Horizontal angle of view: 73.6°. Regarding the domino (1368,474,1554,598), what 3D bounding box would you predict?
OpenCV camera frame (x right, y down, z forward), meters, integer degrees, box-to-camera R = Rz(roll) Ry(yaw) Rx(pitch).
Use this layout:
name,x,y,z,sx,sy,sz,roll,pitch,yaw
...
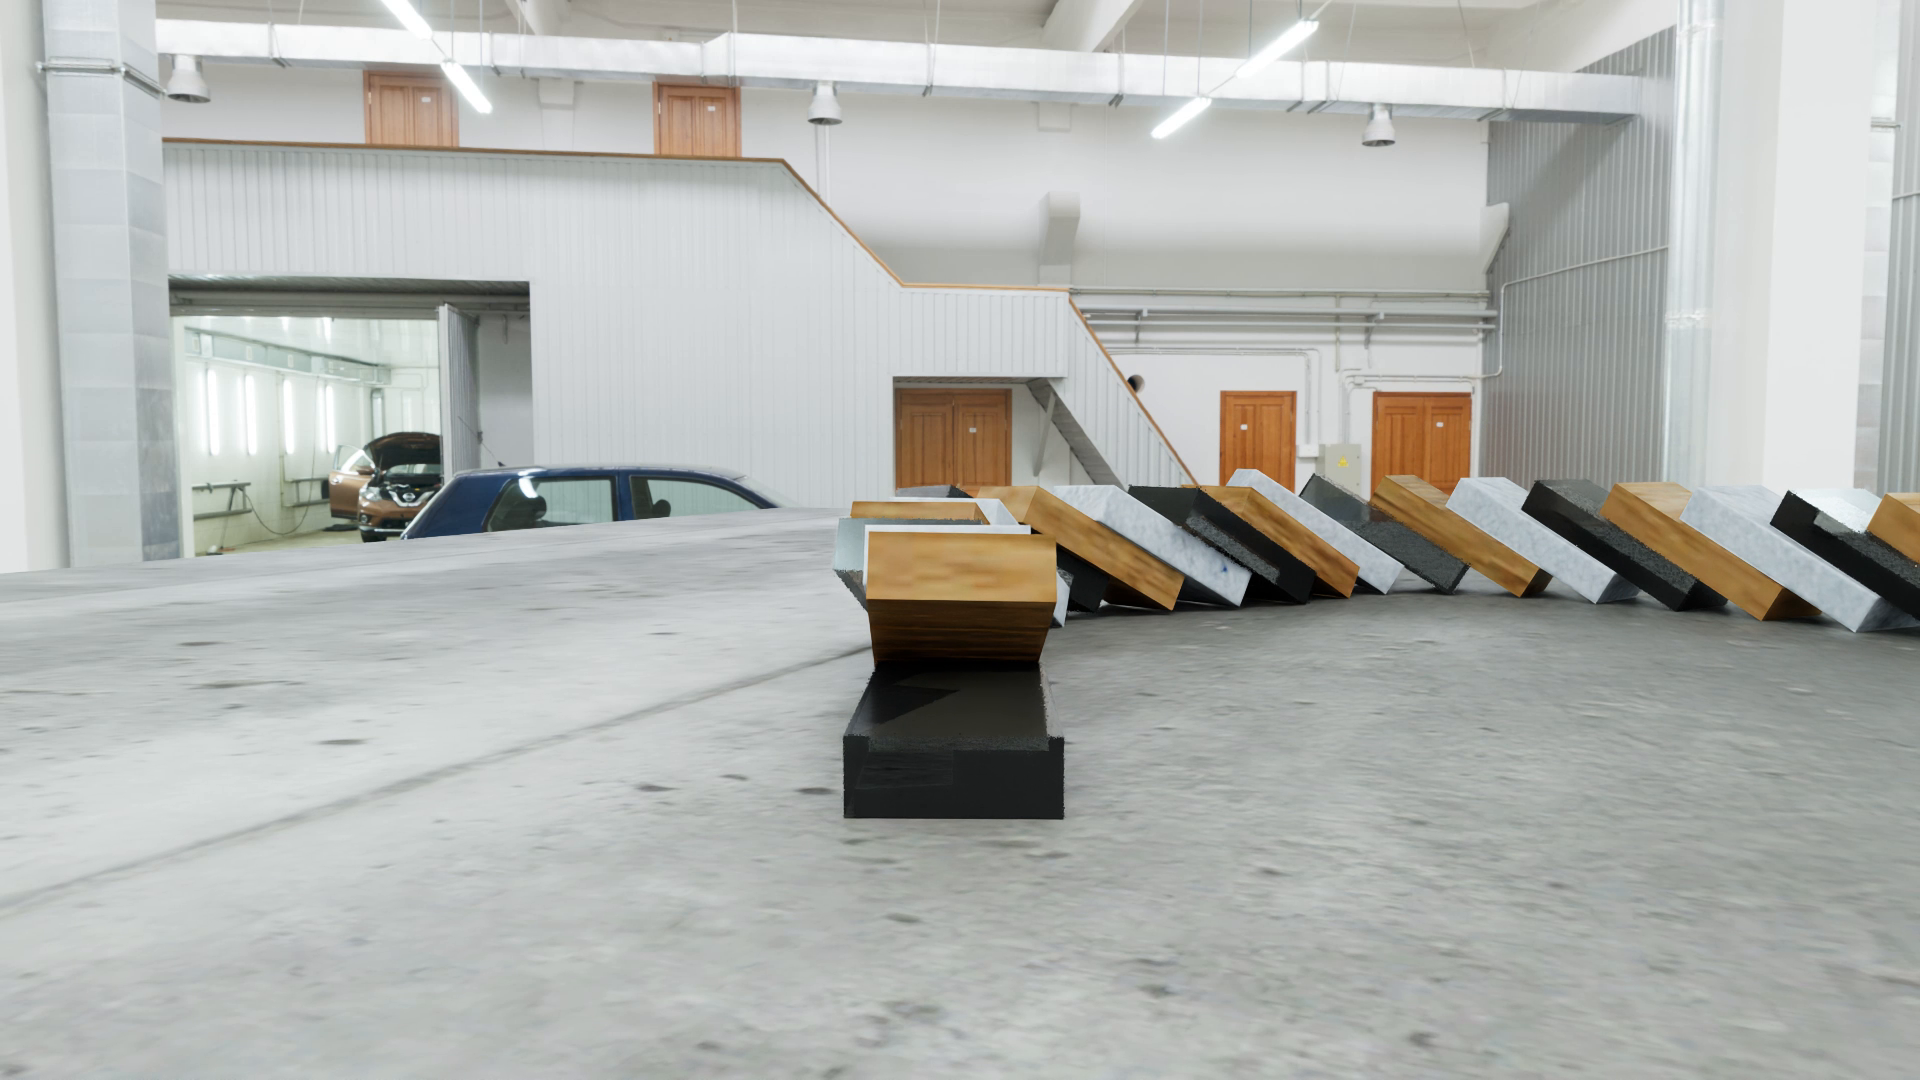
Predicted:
name,x,y,z,sx,sy,sz,roll,pitch,yaw
domino,0.147,-0.002,0.374,0.050,0.009,0.025,38,25,31

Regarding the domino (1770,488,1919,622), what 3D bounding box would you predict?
name,x,y,z,sx,sy,sz,roll,pitch,yaw
domino,0.216,0.005,0.293,0.025,0.009,0.050,-1,32,-19

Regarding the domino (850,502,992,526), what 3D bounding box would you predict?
name,x,y,z,sx,sy,sz,roll,pitch,yaw
domino,-0.002,0.007,0.263,0.025,0.009,0.050,1,-23,19

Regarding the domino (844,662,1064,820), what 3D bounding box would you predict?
name,x,y,z,sx,sy,sz,roll,pitch,yaw
domino,0.000,0.025,0.170,0.025,0.010,0.050,0,4,1

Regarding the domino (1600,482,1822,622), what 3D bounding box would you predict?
name,x,y,z,sx,sy,sz,roll,pitch,yaw
domino,0.194,0.002,0.330,0.025,0.009,0.050,-2,33,-28

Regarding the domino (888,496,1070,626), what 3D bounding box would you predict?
name,x,y,z,sx,sy,sz,roll,pitch,yaw
domino,0.005,0.006,0.284,0.025,0.010,0.050,2,-23,24

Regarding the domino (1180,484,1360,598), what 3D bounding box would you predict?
name,x,y,z,sx,sy,sz,roll,pitch,yaw
domino,0.084,0.001,0.351,0.050,0.010,0.025,30,-14,-33

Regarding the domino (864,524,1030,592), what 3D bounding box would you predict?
name,x,y,z,sx,sy,sz,roll,pitch,yaw
domino,-0.002,0.011,0.216,0.025,0.009,0.050,0,-21,1

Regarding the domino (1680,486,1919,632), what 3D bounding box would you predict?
name,x,y,z,sx,sy,sz,roll,pitch,yaw
domino,0.205,0.003,0.312,0.025,0.009,0.050,-2,33,-24

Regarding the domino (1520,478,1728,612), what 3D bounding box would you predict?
name,x,y,z,sx,sy,sz,roll,pitch,yaw
domino,0.181,0.000,0.347,0.025,0.010,0.050,-3,34,-34

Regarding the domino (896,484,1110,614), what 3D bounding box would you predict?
name,x,y,z,sx,sy,sz,roll,pitch,yaw
domino,0.009,0.003,0.311,0.050,0.009,0.025,29,-15,-28

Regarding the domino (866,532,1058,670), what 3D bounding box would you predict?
name,x,y,z,sx,sy,sz,roll,pitch,yaw
domino,0.000,0.013,0.193,0.025,0.009,0.050,1,-21,-1

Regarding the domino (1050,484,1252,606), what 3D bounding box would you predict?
name,x,y,z,sx,sy,sz,roll,pitch,yaw
domino,0.048,0.002,0.328,0.050,0.009,0.025,29,-13,-28

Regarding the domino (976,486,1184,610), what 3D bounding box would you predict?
name,x,y,z,sx,sy,sz,roll,pitch,yaw
domino,0.029,0.002,0.319,0.050,0.009,0.025,29,-14,-28

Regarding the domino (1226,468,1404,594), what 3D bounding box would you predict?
name,x,y,z,sx,sy,sz,roll,pitch,yaw
domino,0.101,-0.003,0.372,0.050,0.009,0.025,33,3,-2

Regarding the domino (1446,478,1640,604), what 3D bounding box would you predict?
name,x,y,z,sx,sy,sz,roll,pitch,yaw
domino,0.166,-0.001,0.362,0.025,0.009,0.050,-3,34,-40

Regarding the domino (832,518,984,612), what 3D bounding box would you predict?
name,x,y,z,sx,sy,sz,roll,pitch,yaw
domino,-0.005,0.010,0.241,0.025,0.010,0.050,1,-21,11

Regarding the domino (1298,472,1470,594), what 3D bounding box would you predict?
name,x,y,z,sx,sy,sz,roll,pitch,yaw
domino,0.124,-0.003,0.377,0.050,0.009,0.025,34,14,14

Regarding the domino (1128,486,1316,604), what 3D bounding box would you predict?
name,x,y,z,sx,sy,sz,roll,pitch,yaw
domino,0.068,0.001,0.337,0.050,0.009,0.025,30,-13,-32

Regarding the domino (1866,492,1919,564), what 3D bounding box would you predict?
name,x,y,z,sx,sy,sz,roll,pitch,yaw
domino,0.225,0.006,0.273,0.025,0.009,0.050,-1,32,-14
